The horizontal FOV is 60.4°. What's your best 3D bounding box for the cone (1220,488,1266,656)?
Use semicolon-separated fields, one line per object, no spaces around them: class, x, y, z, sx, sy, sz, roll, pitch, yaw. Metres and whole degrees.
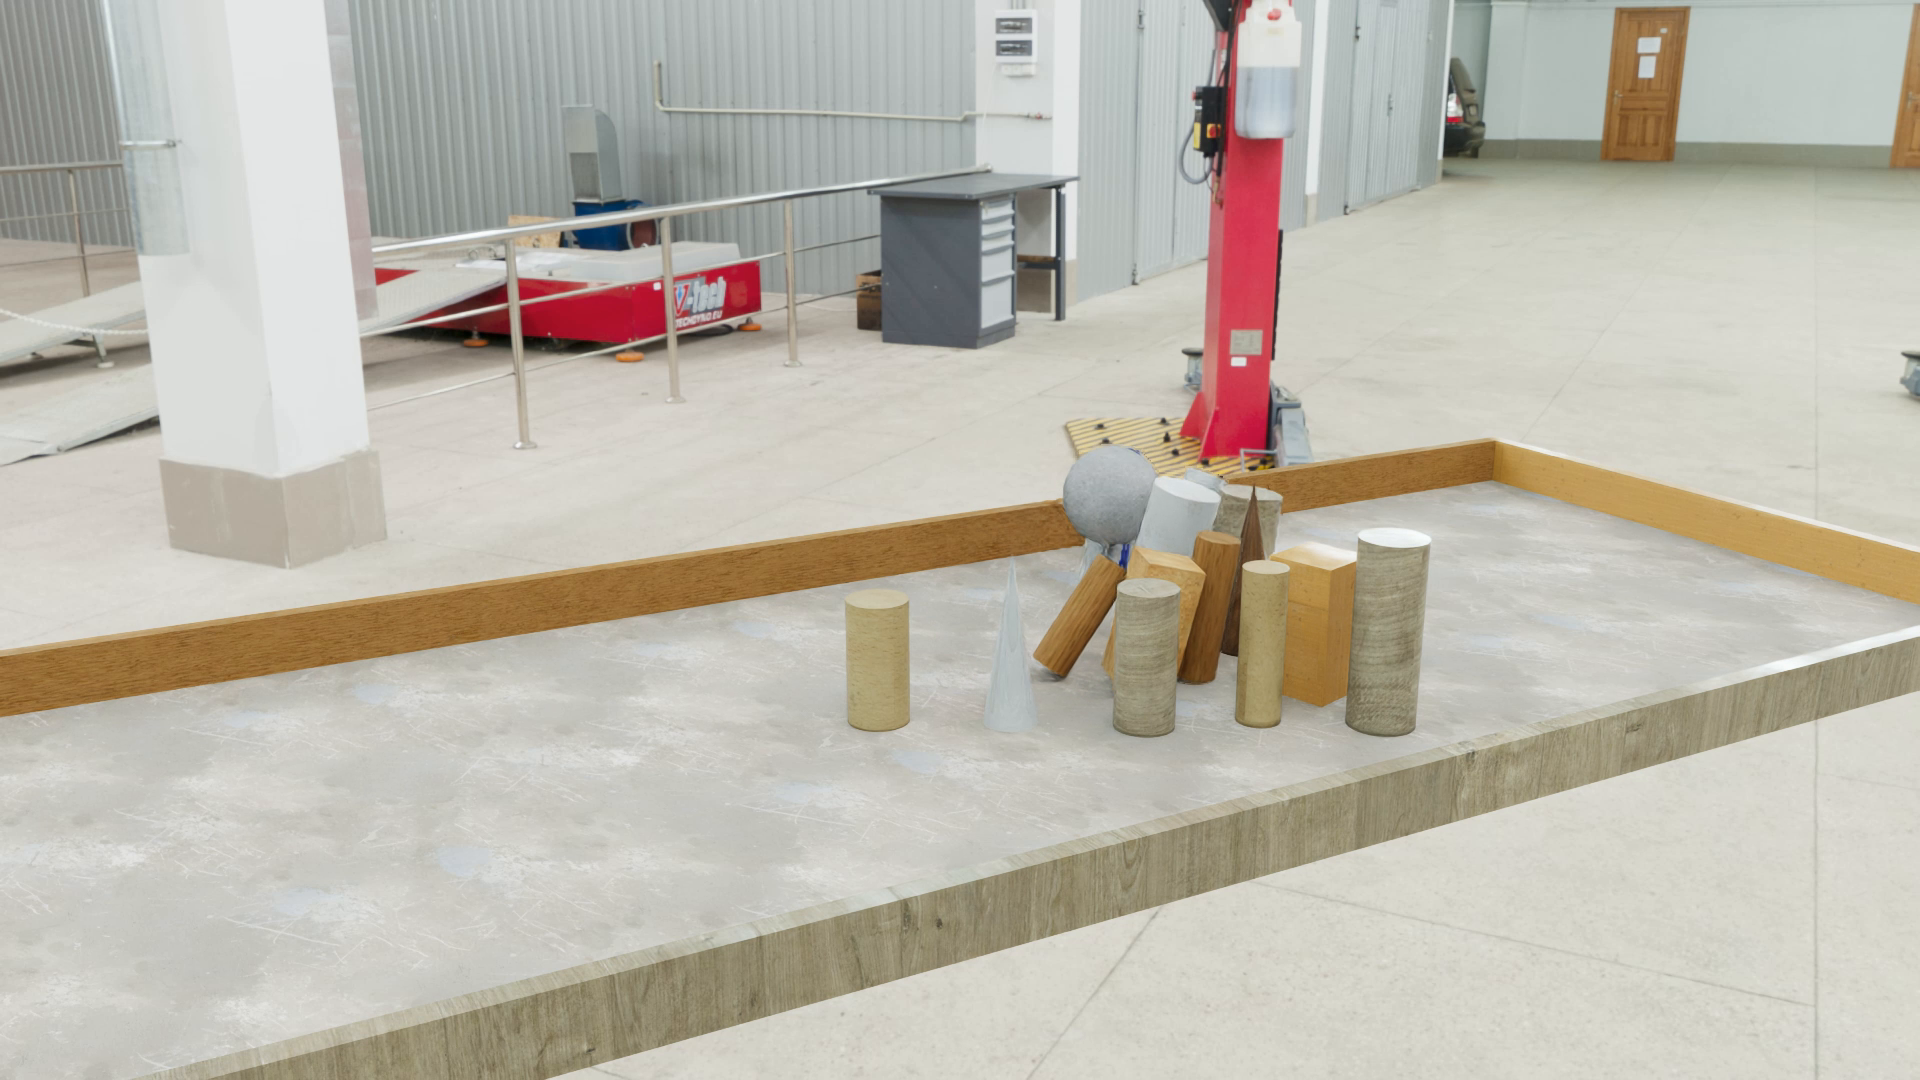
cone;0.761;0.068;4.326;0.173;0.449;0.173;0;16;0

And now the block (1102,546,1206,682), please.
block;0.476;0.199;4.070;0.146;0.318;0.146;11;14;-13

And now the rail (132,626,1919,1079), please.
rail;-2.336;1.006;1.665;12.000;0.150;0.050;-9;18;-27

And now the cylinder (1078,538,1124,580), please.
cylinder;0.440;-0.067;4.861;0.111;0.392;0.111;11;-3;1

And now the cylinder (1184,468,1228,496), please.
cylinder;0.631;-0.005;4.673;0.126;0.380;0.126;23;-2;1

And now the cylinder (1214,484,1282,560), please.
cylinder;0.792;0.030;4.627;0.173;0.336;0.173;6;15;-2

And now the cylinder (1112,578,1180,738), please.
cylinder;0.432;0.272;3.825;0.146;0.340;0.146;0;16;0

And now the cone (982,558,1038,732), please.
cone;0.120;0.229;3.838;0.132;0.417;0.132;0;16;0

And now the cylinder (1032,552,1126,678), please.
cylinder;0.308;0.189;4.158;0.101;0.309;0.101;32;5;-3

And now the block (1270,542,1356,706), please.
block;0.874;0.203;4.049;0.172;0.346;0.172;-16;23;-43

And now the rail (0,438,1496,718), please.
rail;-3.305;0.497;3.399;12.000;0.150;0.050;-9;18;-27

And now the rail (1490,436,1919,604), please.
rail;2.466;-0.048;5.253;0.050;0.150;2.100;-9;18;-27

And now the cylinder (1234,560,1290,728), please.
cylinder;0.705;0.244;3.853;0.108;0.379;0.108;0;16;0

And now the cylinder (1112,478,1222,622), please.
cylinder;0.544;0.059;4.366;0.179;0.414;0.179;13;19;-5

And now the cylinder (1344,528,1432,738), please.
cylinder;0.989;0.213;3.819;0.162;0.457;0.162;0;16;0

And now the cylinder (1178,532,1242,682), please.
cylinder;0.615;0.167;4.126;0.112;0.361;0.112;8;15;-2

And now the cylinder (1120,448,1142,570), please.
cylinder;0.474;-0.087;4.973;0.105;0.372;0.105;8;-7;1

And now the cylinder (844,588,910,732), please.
cylinder;-0.192;0.281;3.864;0.149;0.302;0.149;0;16;0

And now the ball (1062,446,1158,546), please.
ball;0.430;-0.125;4.669;0.281;0.281;0.281;0;16;0
